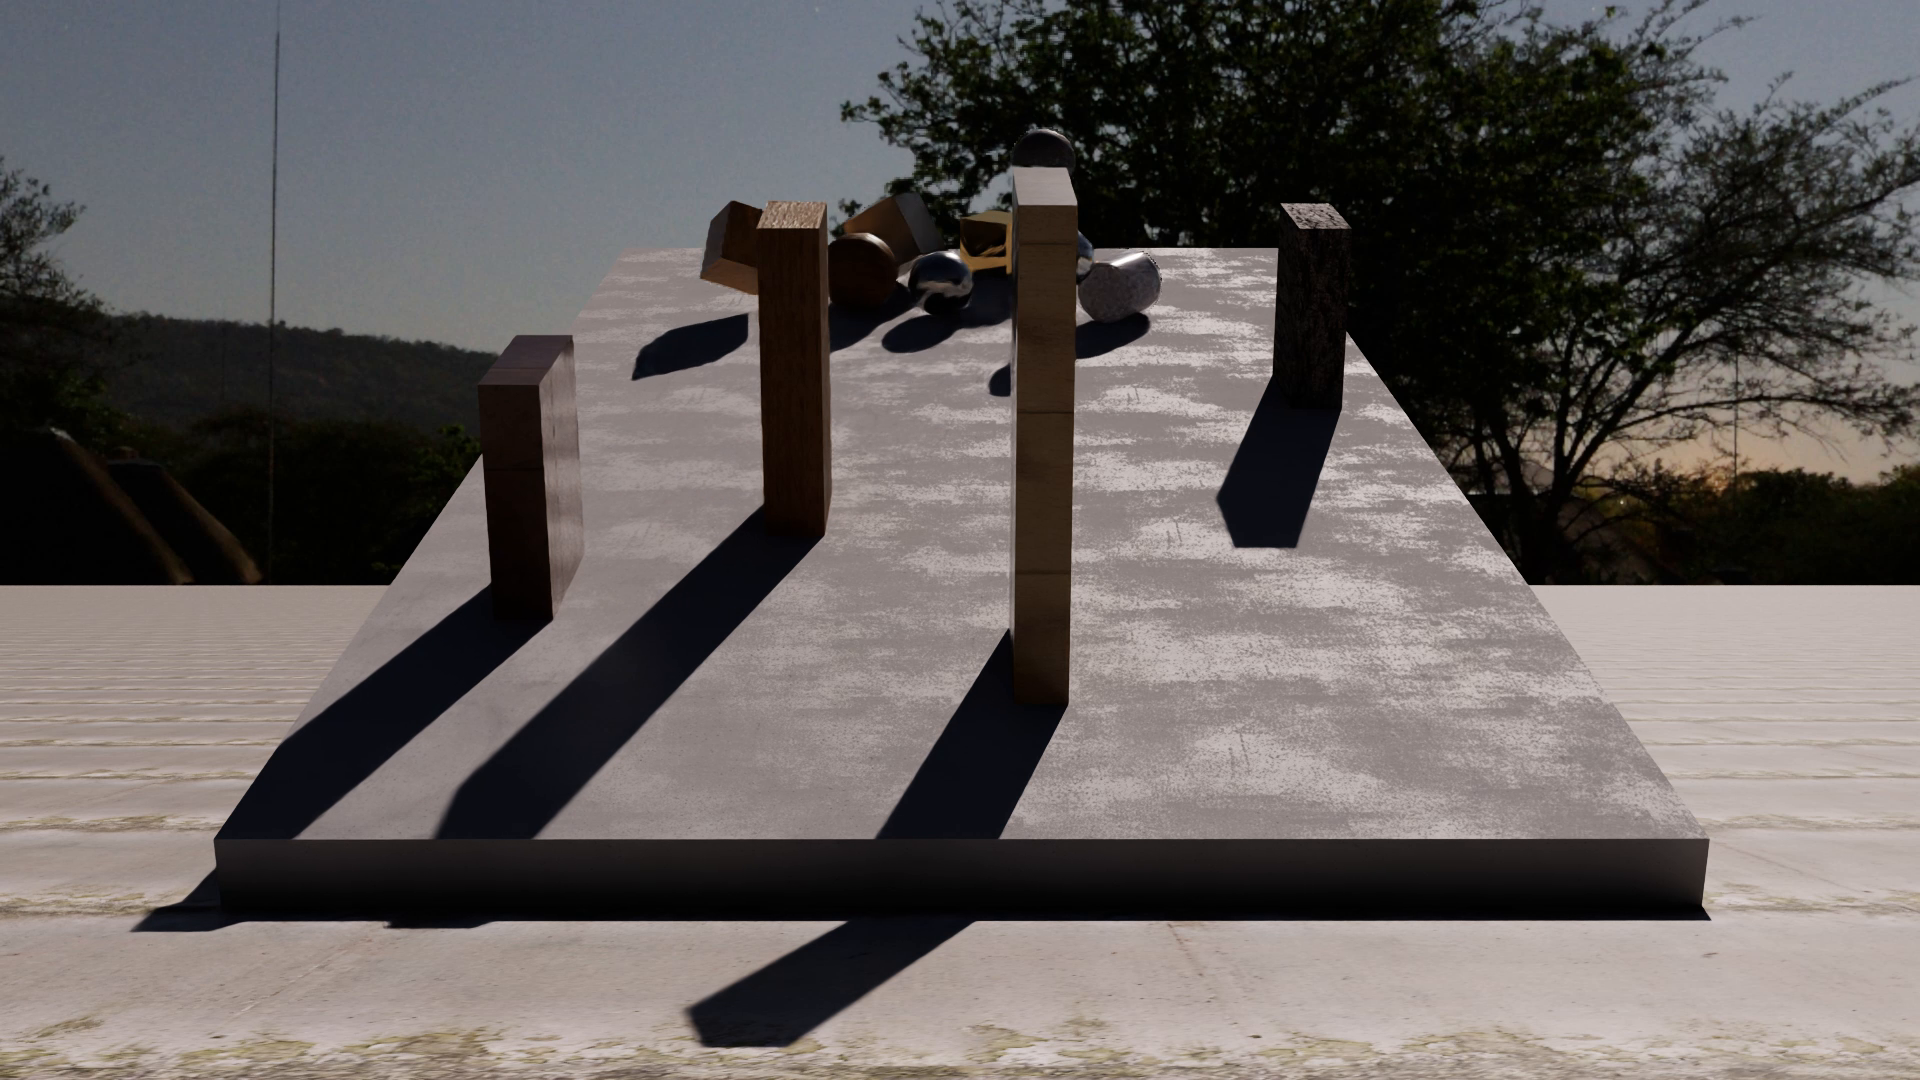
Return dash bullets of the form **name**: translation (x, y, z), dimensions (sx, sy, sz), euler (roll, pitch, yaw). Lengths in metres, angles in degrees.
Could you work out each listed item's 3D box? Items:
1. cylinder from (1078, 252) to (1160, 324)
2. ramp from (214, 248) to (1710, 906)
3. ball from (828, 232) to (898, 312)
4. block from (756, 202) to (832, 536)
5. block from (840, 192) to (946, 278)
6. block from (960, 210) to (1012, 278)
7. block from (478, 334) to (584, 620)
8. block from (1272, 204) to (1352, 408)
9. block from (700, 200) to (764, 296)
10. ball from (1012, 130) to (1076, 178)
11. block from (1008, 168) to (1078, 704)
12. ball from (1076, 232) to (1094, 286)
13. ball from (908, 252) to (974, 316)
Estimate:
- **cylinder**: translation (0.418, -0.663, 5.895), dimensions (0.160, 0.160, 0.160), euler (-1, 16, 33)
- **ramp**: translation (-0.004, -0.194, 4.913), dimensions (2.000, 0.100, 4.000), euler (0, 19, 0)
- **ball**: translation (-0.270, -0.711, 5.957), dimensions (0.209, 0.209, 0.209), euler (0, -1, 0)
- **block**: translation (-0.309, -0.326, 4.241), dimensions (0.112, 0.580, 0.266), euler (0, 19, 0)
- **block**: translation (-0.182, -0.839, 6.242), dimensions (0.180, 0.180, 0.180), euler (-26, -1, 25)
- **block**: translation (0.110, -0.850, 6.452), dimensions (0.156, 0.156, 0.156), euler (12, 22, 32)
- **block**: translation (-0.735, -0.114, 3.880), dimensions (0.100, 0.409, 0.344), euler (0, 19, 0)
- **block**: translation (0.802, -0.538, 5.139), dimensions (0.115, 0.409, 0.306), euler (0, 19, 0)
- **block**: translation (-0.569, -0.770, 5.940), dimensions (0.165, 0.165, 0.165), euler (16, -19, -22)
- **ball**: translation (0.246, -1.107, 6.567), dimensions (0.185, 0.185, 0.185), euler (0, -1, 0)
- **block**: translation (0.124, -0.165, 3.473), dimensions (0.084, 0.768, 0.328), euler (0, 19, 0)
- **ball**: translation (0.266, -0.715, 5.697), dimensions (0.152, 0.152, 0.152), euler (0, -1, 0)
- **ball**: translation (-0.050, -0.674, 5.910), dimensions (0.170, 0.170, 0.170), euler (0, -1, 0)
